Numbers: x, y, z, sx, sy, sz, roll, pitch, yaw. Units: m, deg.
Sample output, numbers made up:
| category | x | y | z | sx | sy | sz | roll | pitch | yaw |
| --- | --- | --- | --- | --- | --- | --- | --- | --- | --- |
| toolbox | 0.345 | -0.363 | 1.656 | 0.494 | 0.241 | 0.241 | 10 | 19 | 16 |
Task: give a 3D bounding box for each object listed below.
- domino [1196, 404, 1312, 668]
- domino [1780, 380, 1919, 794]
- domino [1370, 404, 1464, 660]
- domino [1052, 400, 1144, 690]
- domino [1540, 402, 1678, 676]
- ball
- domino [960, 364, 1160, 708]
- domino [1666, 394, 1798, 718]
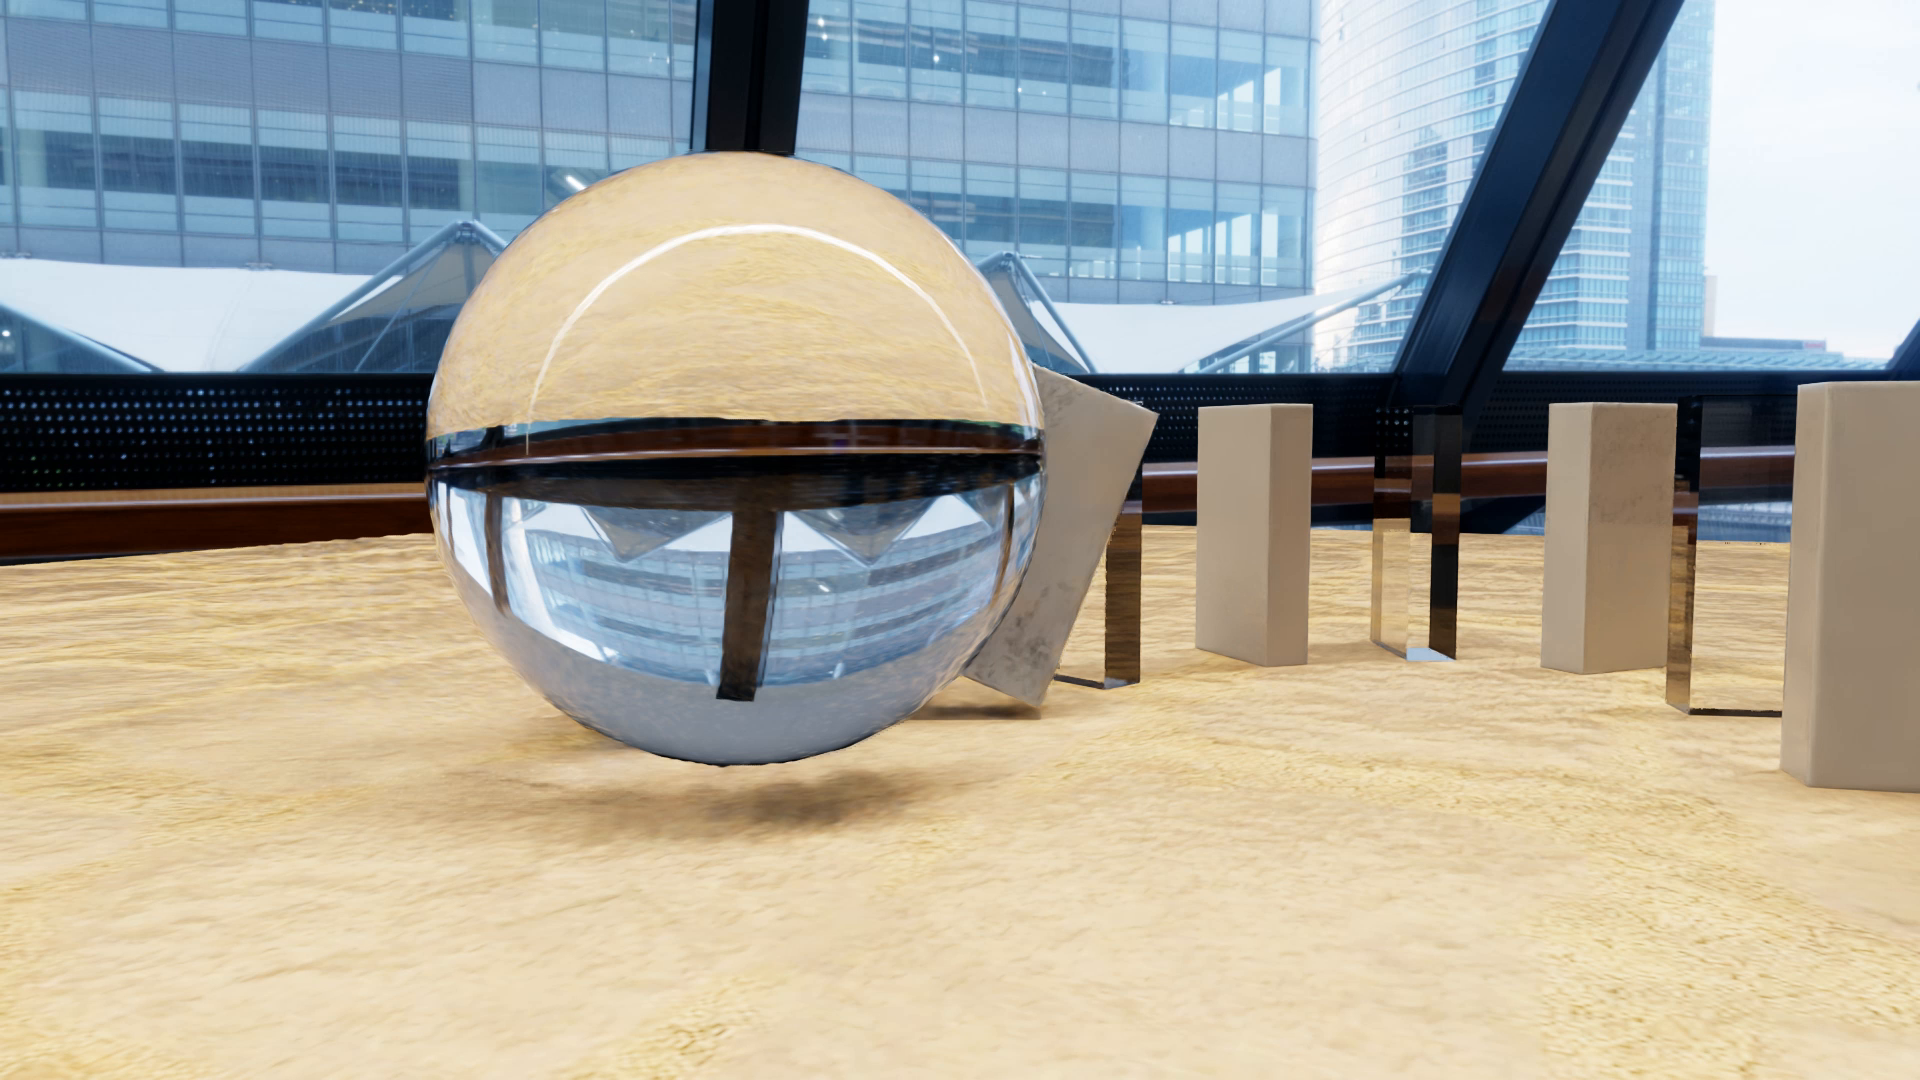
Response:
| category | x | y | z | sx | sy | sz | roll | pitch | yaw |
| --- | --- | --- | --- | --- | --- | --- | --- | --- | --- |
| domino | 0.058 | -0.002 | 0.256 | 0.009 | 0.050 | 0.025 | -2 | 5 | -22 |
| domino | 0.118 | 0.006 | 0.159 | 0.025 | 0.050 | 0.010 | 1 | 4 | 14 |
| domino | 0.093 | -0.002 | 0.263 | 0.010 | 0.050 | 0.025 | 0 | 4 | 2 |
| domino | 0.020 | 0.000 | 0.233 | 0.009 | 0.050 | 0.025 | -4 | 6 | -42 |
| domino | 0.124 | -0.001 | 0.244 | 0.025 | 0.050 | 0.010 | -2 | 5 | -24 |
| ball | -0.028 | -0.010 | 0.171 | 0.080 | 0.080 | 0.080 | 0 | 4 | 0 |
| domino | 0.011 | -0.001 | 0.206 | 0.025 | 0.050 | 0.010 | 22 | -6 | 3 |
| domino | 0.128 | 0.002 | 0.202 | 0.025 | 0.050 | 0.010 | 1 | 4 | 8 |
